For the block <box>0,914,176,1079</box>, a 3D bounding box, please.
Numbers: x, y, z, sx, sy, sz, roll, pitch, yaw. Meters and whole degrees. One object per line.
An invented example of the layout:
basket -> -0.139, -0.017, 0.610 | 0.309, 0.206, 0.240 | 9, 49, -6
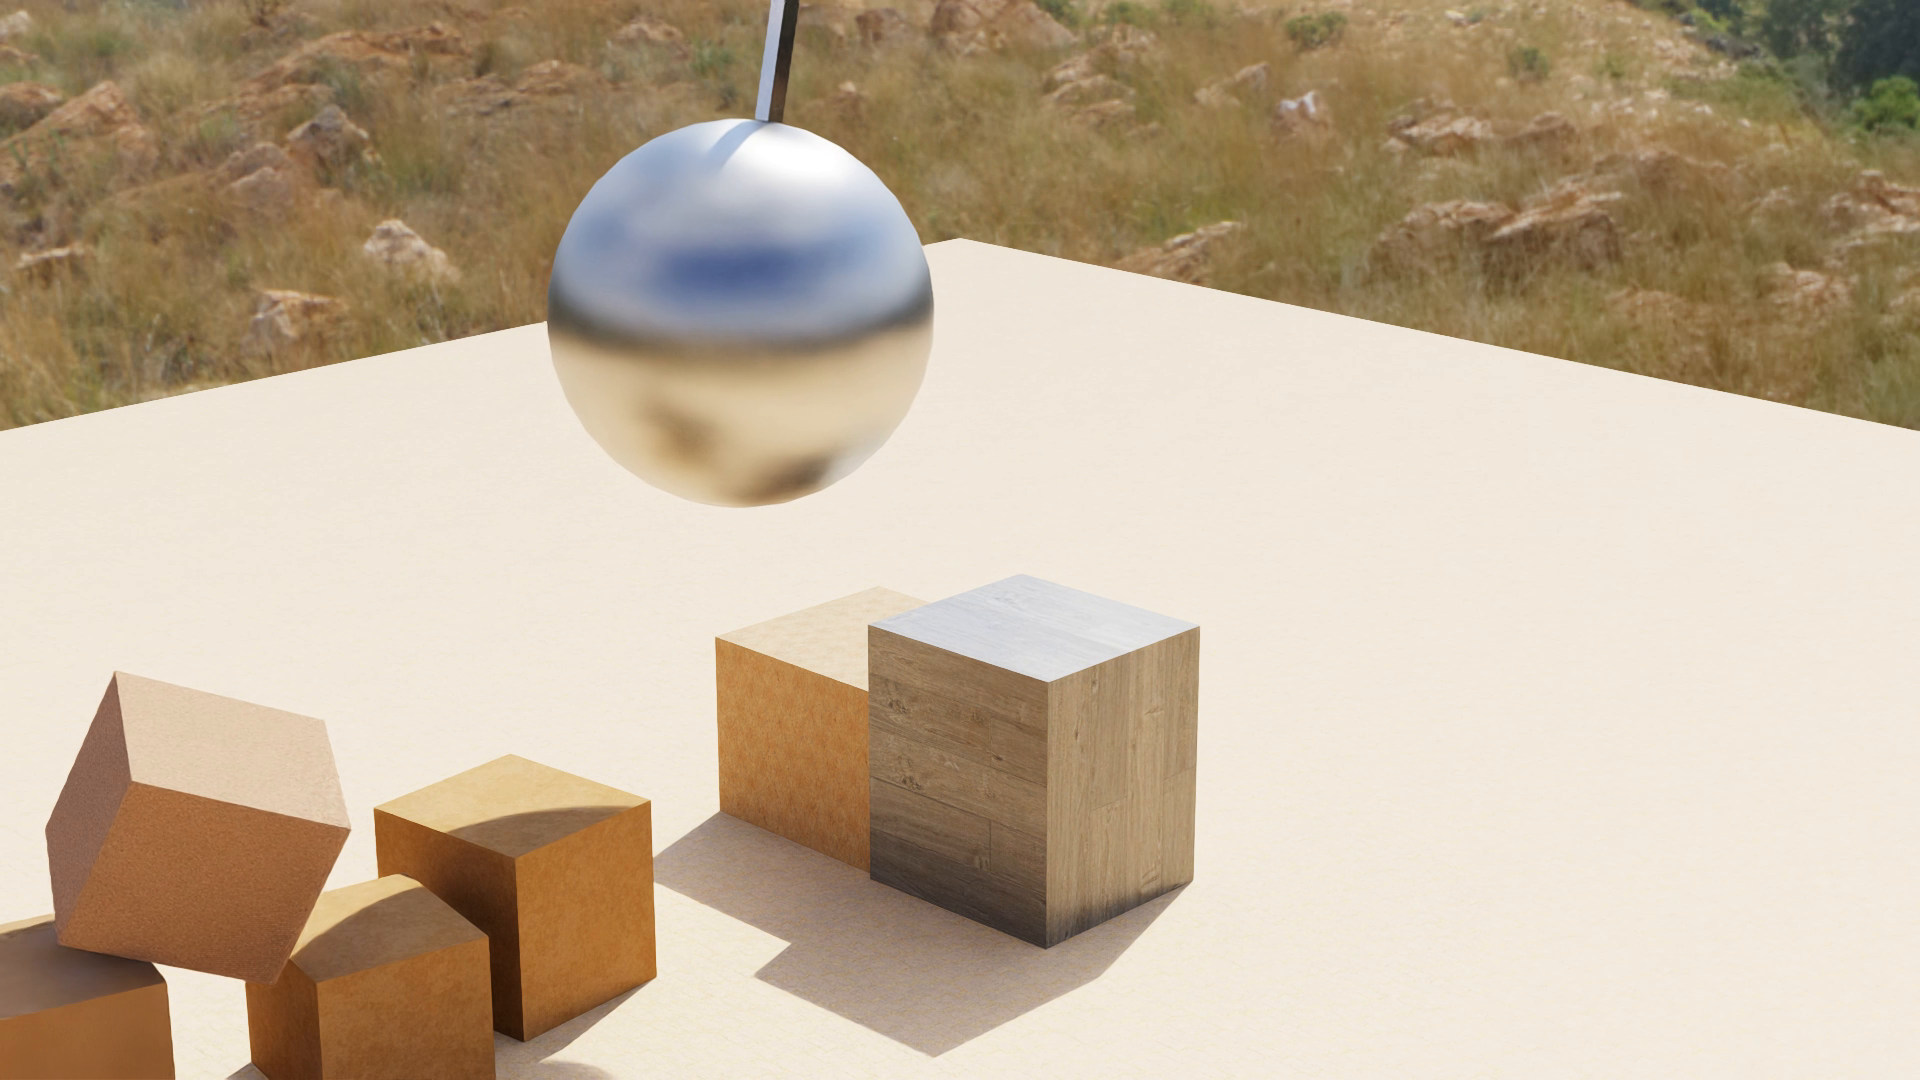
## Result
block -> -3.450, 1.946, 10.798 | 0.899, 0.812, 0.805 | -10, 20, -29

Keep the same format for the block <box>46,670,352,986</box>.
block -> -2.842, 1.074, 10.900 | 0.825, 0.745, 0.709 | 17, 23, -29

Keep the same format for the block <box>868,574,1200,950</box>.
block -> 0.329, 0.965, 13.218 | 1.080, 1.233, 1.009 | 16, 23, 41

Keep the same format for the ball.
ball -> -0.903, -0.931, 12.103 | 1.600, 1.600, 1.600 | 0, 17, 0

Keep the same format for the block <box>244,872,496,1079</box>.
block -> -2.327, 1.807, 11.520 | 0.708, 0.644, 0.750 | -12, 21, -33

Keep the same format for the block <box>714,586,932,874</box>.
block -> -0.401, 0.883, 14.047 | 1.080, 0.892, 1.075 | 17, 24, 42

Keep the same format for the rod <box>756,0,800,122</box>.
rod -> -0.391, -4.254, 11.595 | 0.080, 5.200, 0.080 | 17, 12, 42

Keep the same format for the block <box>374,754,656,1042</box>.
block -> -1.856, 1.480, 12.285 | 0.845, 0.810, 0.770 | 13, 22, 36
